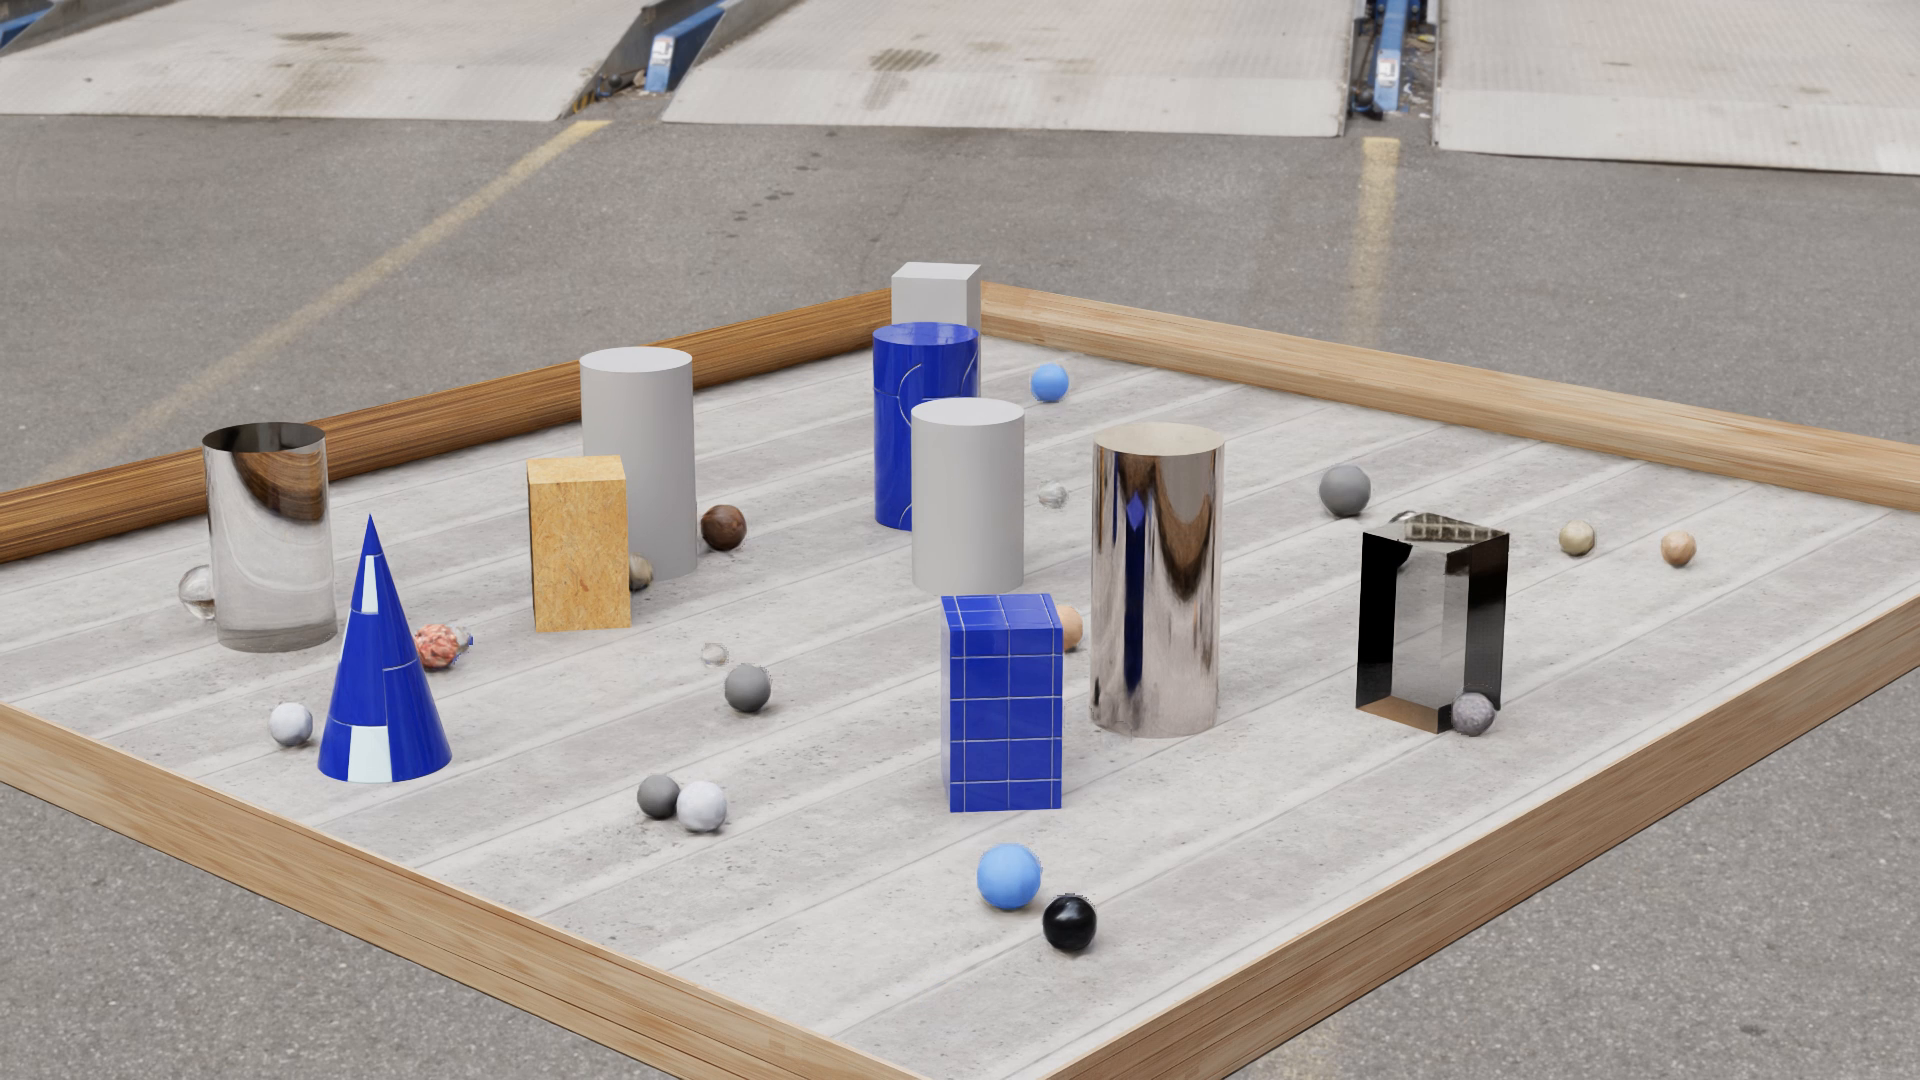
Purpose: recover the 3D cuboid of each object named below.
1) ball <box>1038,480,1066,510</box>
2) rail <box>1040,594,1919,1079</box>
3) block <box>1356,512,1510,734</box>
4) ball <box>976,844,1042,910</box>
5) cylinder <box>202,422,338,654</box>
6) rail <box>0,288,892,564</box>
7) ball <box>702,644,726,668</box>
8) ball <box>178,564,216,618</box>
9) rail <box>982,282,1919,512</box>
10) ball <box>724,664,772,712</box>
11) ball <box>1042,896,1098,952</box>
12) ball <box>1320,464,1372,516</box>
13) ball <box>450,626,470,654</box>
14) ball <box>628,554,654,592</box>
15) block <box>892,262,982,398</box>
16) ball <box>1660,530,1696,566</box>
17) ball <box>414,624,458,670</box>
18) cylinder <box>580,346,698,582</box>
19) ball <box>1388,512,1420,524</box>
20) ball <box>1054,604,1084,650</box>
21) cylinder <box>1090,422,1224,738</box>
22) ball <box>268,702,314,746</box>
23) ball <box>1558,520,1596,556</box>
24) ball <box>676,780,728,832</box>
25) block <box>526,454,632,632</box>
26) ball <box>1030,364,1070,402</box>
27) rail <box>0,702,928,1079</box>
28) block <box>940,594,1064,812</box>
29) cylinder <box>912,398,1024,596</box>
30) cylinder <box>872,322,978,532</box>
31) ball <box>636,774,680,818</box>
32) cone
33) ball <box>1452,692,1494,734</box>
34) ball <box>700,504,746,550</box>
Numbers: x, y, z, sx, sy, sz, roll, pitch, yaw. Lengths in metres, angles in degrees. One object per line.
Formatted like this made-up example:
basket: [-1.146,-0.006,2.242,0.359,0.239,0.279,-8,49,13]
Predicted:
ball: [0.177,-0.087,5.648,0.055,0.055,0.055,0,17,0]
rail: [1.062,0.298,4.237,0.045,0.129,3.192,14,22,39]
block: [0.730,0.126,4.535,0.159,0.288,0.159,-15,23,-41]
ball: [0.064,0.441,3.841,0.085,0.085,0.085,0,17,0]
cylinder: [-1.147,-0.006,4.880,0.199,0.342,0.199,0,17,0]
rail: [-1.062,-0.234,6.003,0.045,0.129,3.192,14,22,39]
ball: [-0.399,0.189,4.757,0.041,0.041,0.041,0,17,0]
ball: [-1.279,0.088,4.973,0.092,0.092,0.092,0,17,0]
rail: [1.031,-0.310,6.257,2.861,0.129,0.045,14,22,39]
ball: [-0.330,0.231,4.560,0.073,0.073,0.073,0,17,0]
ball: [0.139,0.486,3.718,0.071,0.071,0.071,0,17,0]
ball: [0.736,-0.095,5.598,0.099,0.099,0.099,0,17,0]
ball: [-0.830,0.165,4.827,0.047,0.047,0.047,0,17,0]
ball: [-0.571,0.059,5.148,0.065,0.065,0.065,0,17,0]
block: [-0.049,-0.399,6.186,0.159,0.343,0.159,3,17,11]
ball: [1.298,0.014,5.297,0.065,0.065,0.065,0,17,0]
ball: [-0.851,0.173,4.753,0.074,0.074,0.074,0,17,0]
cylinder: [-0.574,-0.136,5.244,0.199,0.383,0.199,0,17,0]
ball: [0.815,-0.006,5.313,0.093,0.093,0.093,0,17,0]
ball: [0.166,0.144,4.843,0.077,0.077,0.077,0,17,0]
cylinder: [0.300,0.060,4.483,0.199,0.445,0.199,0,17,0]
ball: [-1.008,0.277,4.419,0.066,0.066,0.066,0,17,0]
ball: [1.127,-0.004,5.352,0.066,0.066,0.066,0,17,0]
ball: [-0.361,0.372,4.096,0.072,0.072,0.072,0,17,0]
block: [-0.649,0.005,4.987,0.159,0.260,0.159,-3,17,-10]
ball: [0.198,-0.347,6.461,0.084,0.084,0.084,0,17,0]
rail: [-1.031,0.375,3.983,2.861,0.129,0.045,14,22,39]
block: [0.058,0.232,4.211,0.159,0.272,0.159,-1,17,-5]
cylinder: [0.014,-0.077,5.173,0.199,0.309,0.199,0,17,0]
cylinder: [-0.064,-0.216,5.549,0.199,0.358,0.199,0,17,0]
ball: [-0.426,0.362,4.145,0.062,0.062,0.062,0,17,0]
cone: [-0.857,0.143,4.315,0.199,0.384,0.199,0,17,0]
ball: [0.781,0.264,4.466,0.064,0.064,0.064,0,17,0]
ball: [-0.434,-0.023,5.383,0.086,0.086,0.086,0,17,0]
